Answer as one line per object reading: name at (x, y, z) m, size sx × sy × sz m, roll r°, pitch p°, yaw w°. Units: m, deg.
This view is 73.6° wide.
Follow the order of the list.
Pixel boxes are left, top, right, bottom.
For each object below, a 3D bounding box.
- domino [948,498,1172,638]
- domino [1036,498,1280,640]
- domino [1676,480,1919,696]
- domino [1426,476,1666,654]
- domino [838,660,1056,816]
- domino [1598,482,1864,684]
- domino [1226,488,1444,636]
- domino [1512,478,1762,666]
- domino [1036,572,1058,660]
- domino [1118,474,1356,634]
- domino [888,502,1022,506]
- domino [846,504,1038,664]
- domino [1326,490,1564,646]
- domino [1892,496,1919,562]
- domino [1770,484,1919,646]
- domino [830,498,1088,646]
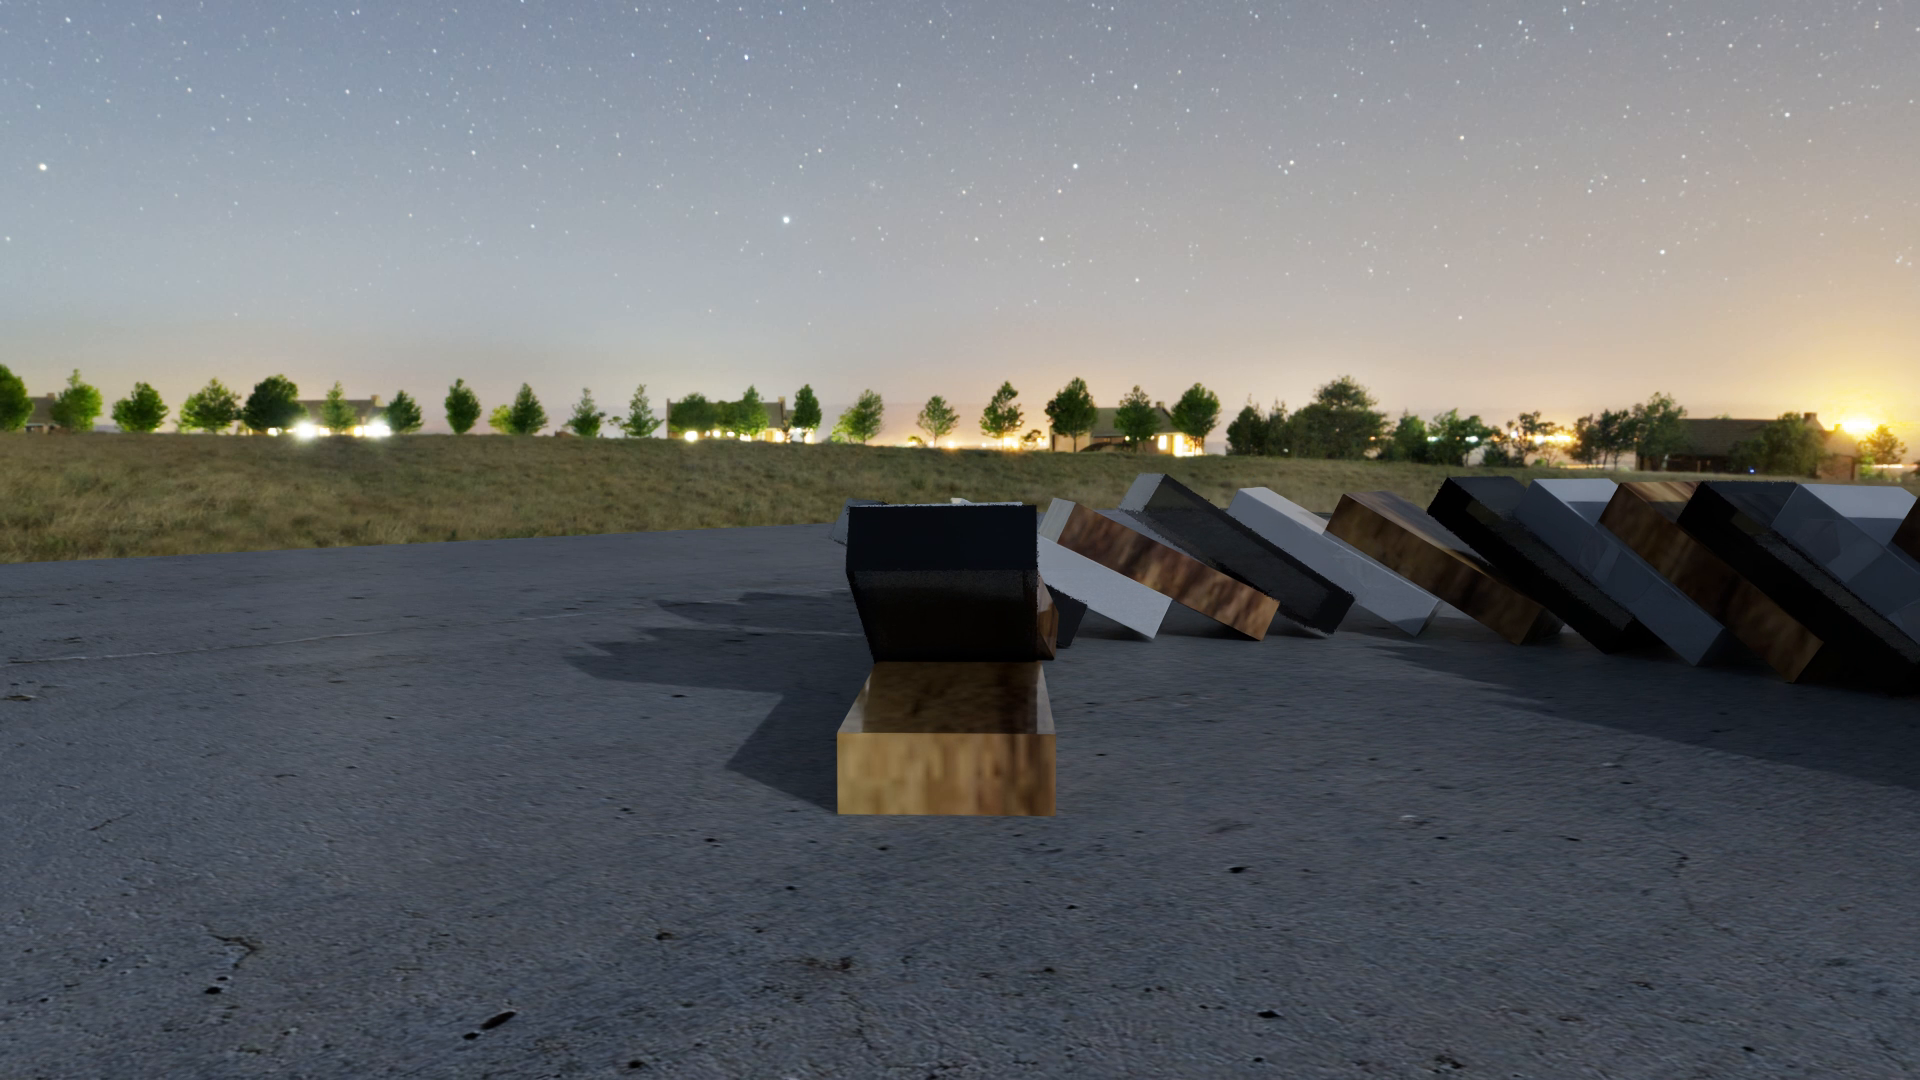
domino at (0.020, 0.006, 0.284) m, size 0.050 × 0.009 × 0.025 m, roll 25°, pitch -1°, yaw -6°
domino at (0.043, 0.006, 0.286) m, size 0.050 × 0.009 × 0.025 m, roll 25°, pitch 1°, yaw -8°
domino at (0.160, 0.007, 0.233) m, size 0.025 × 0.010 × 0.050 m, roll 0°, pitch 36°, yaw -21°
domino at (0.129, 0.004, 0.279) m, size 0.025 × 0.010 × 0.050 m, roll -3°, pitch 38°, yaw -36°
domino at (-0.001, 0.025, 0.172) m, size 0.025 × 0.010 × 0.050 m, roll 0°, pitch 4°, yaw 2°
domino at (0.152, 0.007, 0.248) m, size 0.025 × 0.009 × 0.050 m, roll -2°, pitch 37°, yaw -22°
domino at (0.088, 0.004, 0.300) m, size 0.050 × 0.010 × 0.025 m, roll 32°, pitch 17°, yaw 22°
domino at (0.142, 0.005, 0.265) m, size 0.025 × 0.009 × 0.050 m, roll -2°, pitch 37°, yaw -28°
domino at (0.001, 0.009, 0.237) m, size 0.025 × 0.010 × 0.050 m, roll 1°, pitch -23°, yaw 15°
domino at (0.061, 0.003, 0.288) m, size 0.050 × 0.009 × 0.025 m, roll 32°, pitch 0°, yaw -6°
domino at (-0.001, 0.010, 0.211) m, size 0.025 × 0.009 × 0.050 m, roll -1°, pitch -26°, yaw 5°
domino at (-0.001, 0.011, 0.191) m, size 0.025 × 0.009 × 0.050 m, roll 0°, pitch -26°, yaw 3°
domino at (0.112, 0.005, 0.292) m, size 0.025 × 0.010 × 0.050 m, roll -5°, pitch 33°, yaw -47°
domino at (0.174, 0.011, 0.196) m, size 0.025 × 0.009 × 0.050 m, roll -1°, pitch 36°, yaw -10°
domino at (0.167, 0.009, 0.216) m, size 0.025 × 0.010 × 0.050 m, roll 1°, pitch 36°, yaw -18°
domino at (-0.001, 0.007, 0.270) m, size 0.050 × 0.009 × 0.025 m, roll 27°, pitch -6°, yaw -20°
